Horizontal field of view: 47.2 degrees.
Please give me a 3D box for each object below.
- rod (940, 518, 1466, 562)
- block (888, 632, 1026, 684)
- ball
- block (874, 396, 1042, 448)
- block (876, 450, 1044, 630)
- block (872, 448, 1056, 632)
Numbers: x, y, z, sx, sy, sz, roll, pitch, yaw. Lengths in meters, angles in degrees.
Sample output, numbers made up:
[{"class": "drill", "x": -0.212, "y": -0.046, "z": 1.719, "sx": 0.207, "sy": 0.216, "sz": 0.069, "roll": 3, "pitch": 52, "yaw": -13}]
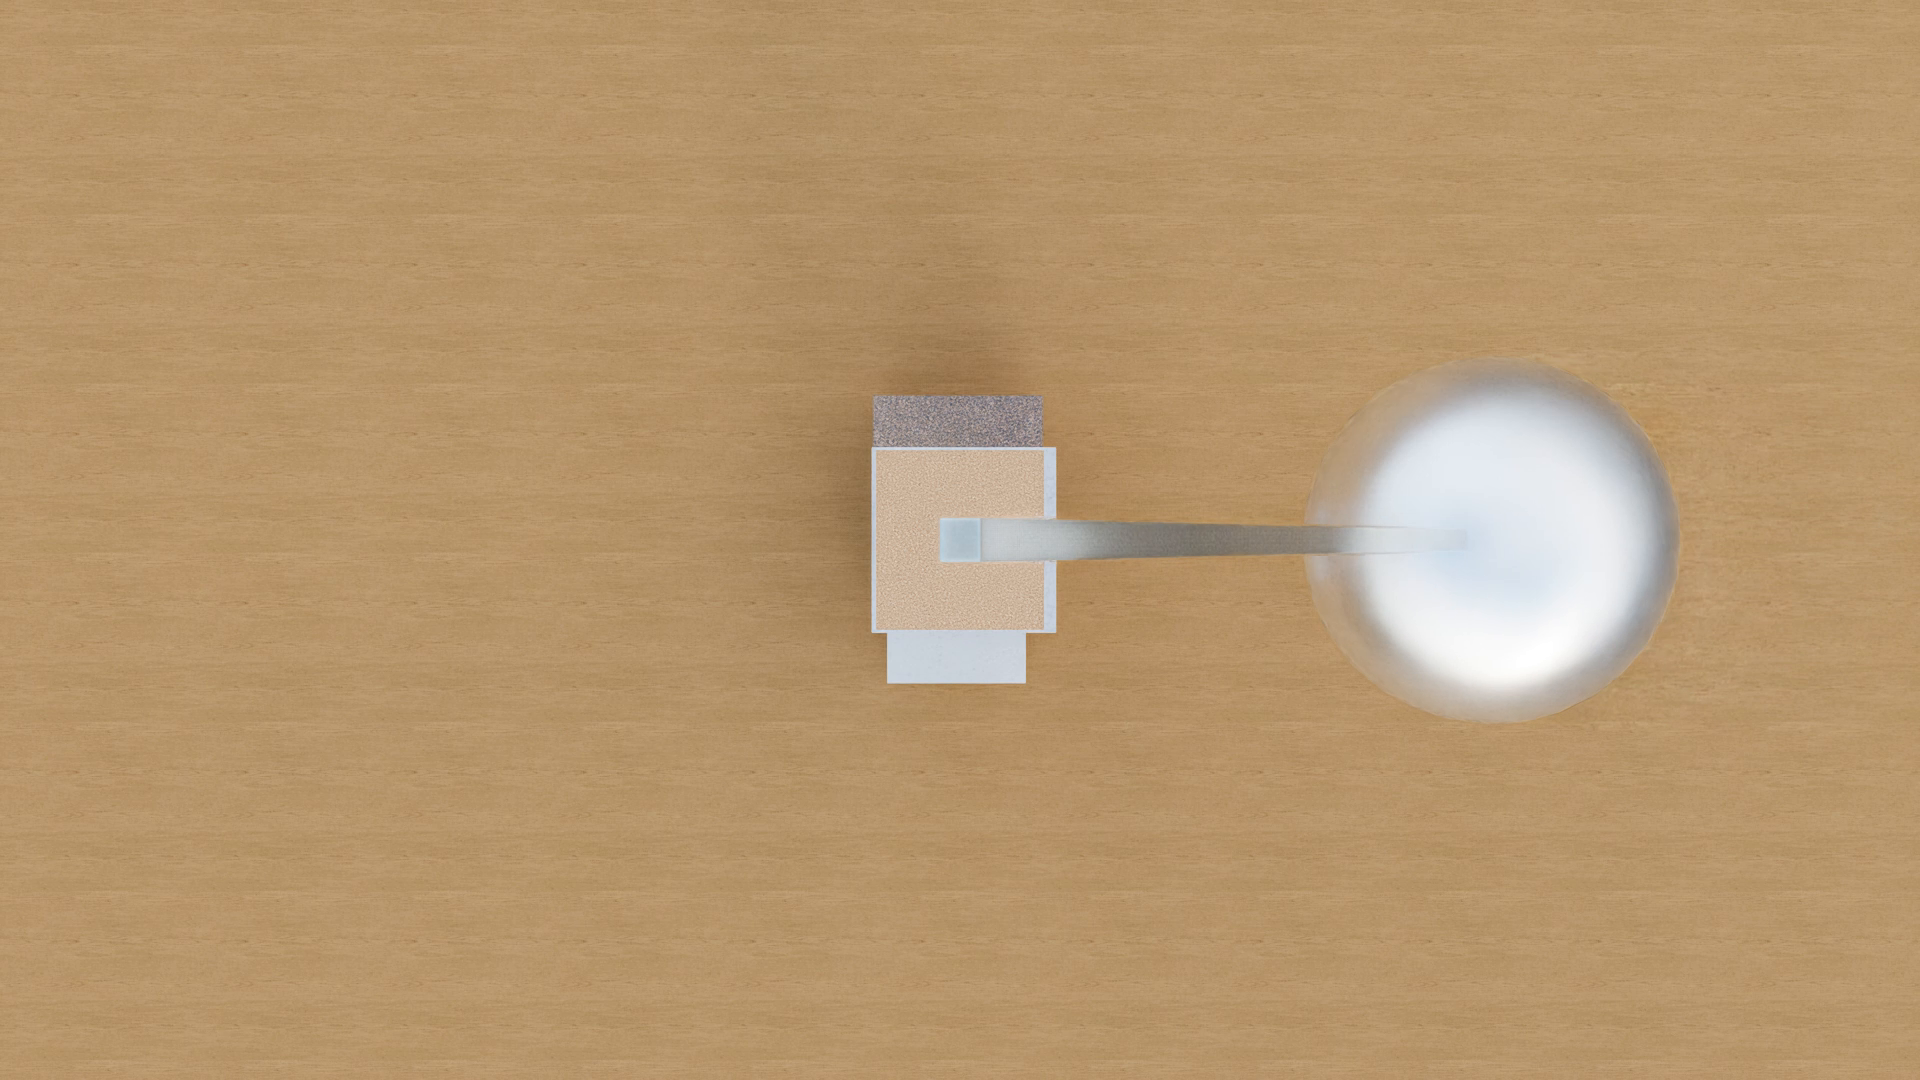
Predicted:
[{"class": "rod", "x": 0.994, "y": 0.000, "z": 6.420, "sx": 0.080, "sy": 5.200, "sz": 0.080, "roll": 0, "pitch": 90, "yaw": 22}, {"class": "block", "x": -0.019, "y": 0.430, "z": 12.612, "sx": 0.769, "sy": 0.776, "sz": 0.732, "roll": 0, "pitch": 90, "yaw": 0}, {"class": "ball", "x": 2.295, "y": 0.000, "z": 9.562, "sx": 1.600, "sy": 1.600, "sz": 1.600, "roll": 0, "pitch": 90, "yaw": 0}, {"class": "block", "x": -0.011, "y": -0.371, "z": 12.553, "sx": 0.934, "sy": 0.894, "sz": 0.850, "roll": 0, "pitch": 90, "yaw": 0}, {"class": "block", "x": 0.000, "y": 0.000, "z": 8.346, "sx": 0.613, "sy": 0.632, "sz": 0.656, "roll": 0, "pitch": 90, "yaw": 0}, {"class": "block", "x": 0.018, "y": 0.000, "z": 10.831, "sx": 0.869, "sy": 0.938, "sz": 0.874, "roll": 0, "pitch": 90, "yaw": 0}]
